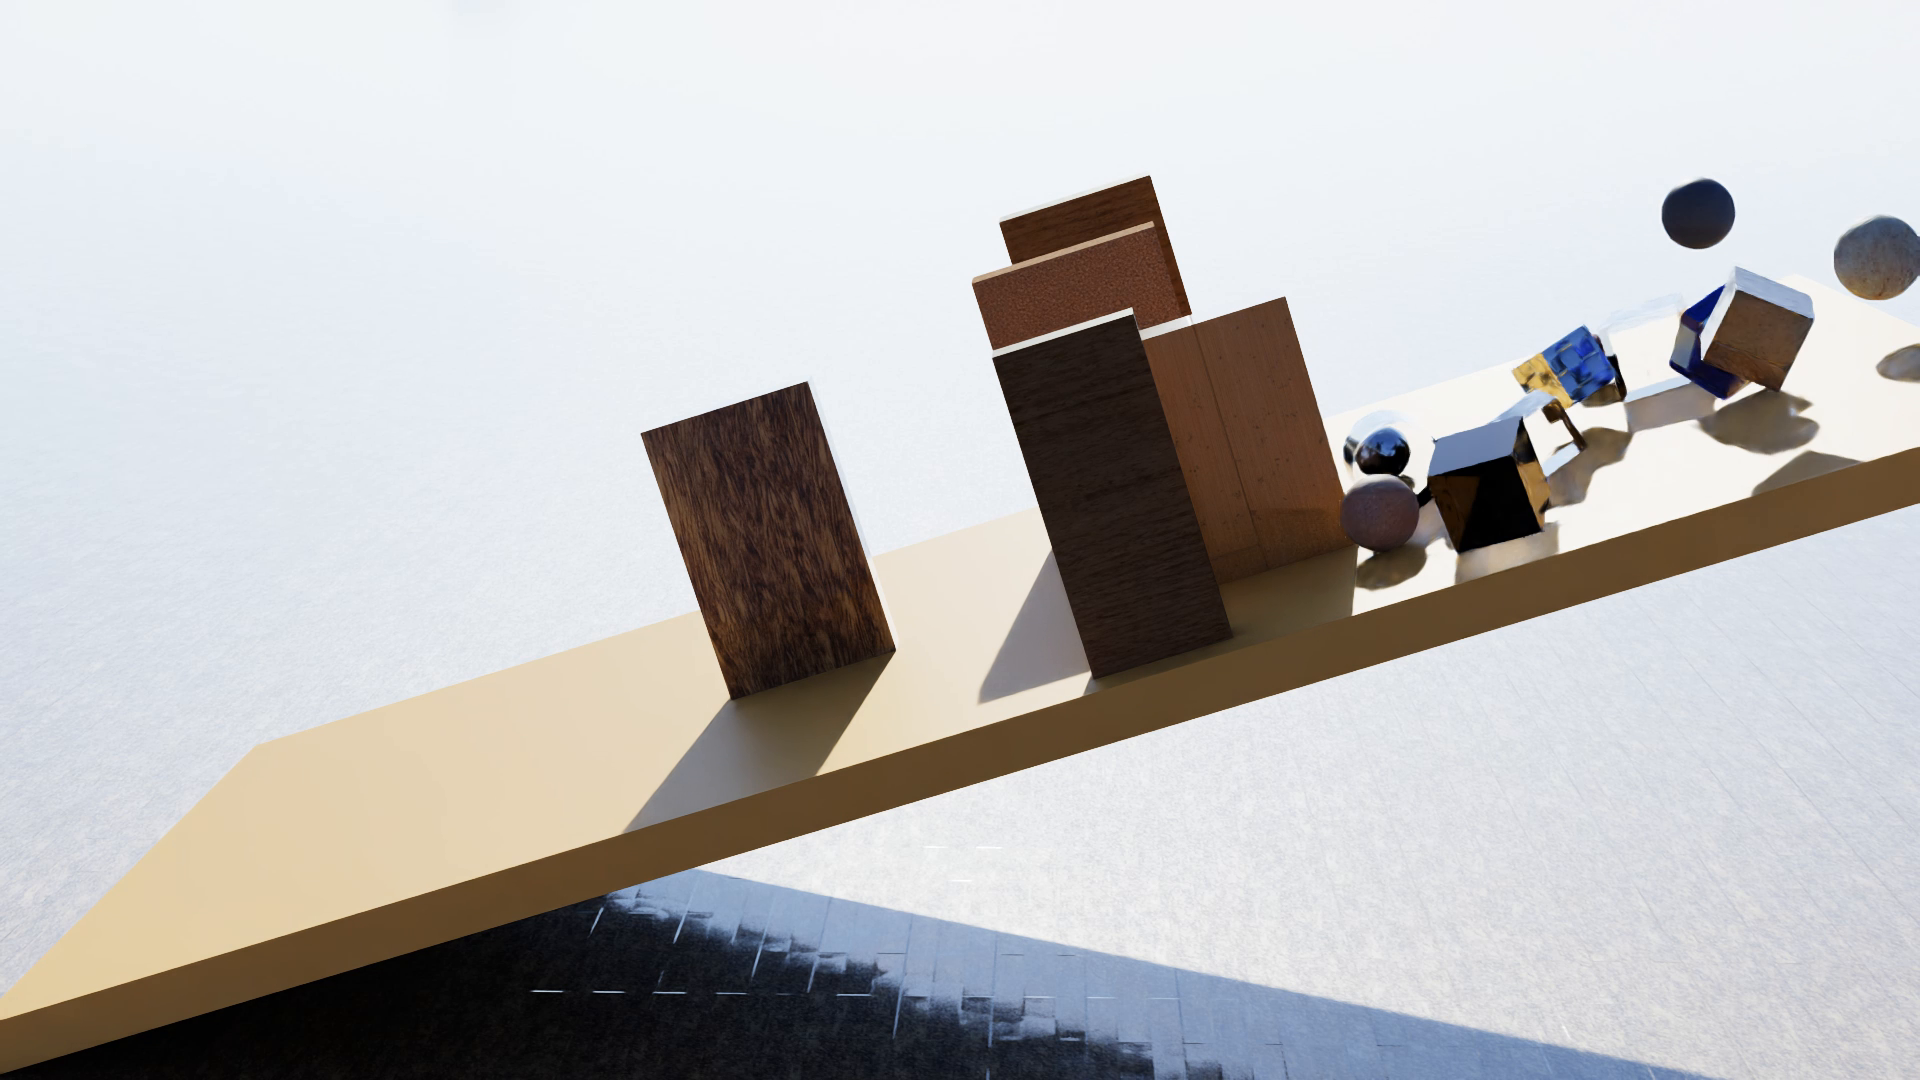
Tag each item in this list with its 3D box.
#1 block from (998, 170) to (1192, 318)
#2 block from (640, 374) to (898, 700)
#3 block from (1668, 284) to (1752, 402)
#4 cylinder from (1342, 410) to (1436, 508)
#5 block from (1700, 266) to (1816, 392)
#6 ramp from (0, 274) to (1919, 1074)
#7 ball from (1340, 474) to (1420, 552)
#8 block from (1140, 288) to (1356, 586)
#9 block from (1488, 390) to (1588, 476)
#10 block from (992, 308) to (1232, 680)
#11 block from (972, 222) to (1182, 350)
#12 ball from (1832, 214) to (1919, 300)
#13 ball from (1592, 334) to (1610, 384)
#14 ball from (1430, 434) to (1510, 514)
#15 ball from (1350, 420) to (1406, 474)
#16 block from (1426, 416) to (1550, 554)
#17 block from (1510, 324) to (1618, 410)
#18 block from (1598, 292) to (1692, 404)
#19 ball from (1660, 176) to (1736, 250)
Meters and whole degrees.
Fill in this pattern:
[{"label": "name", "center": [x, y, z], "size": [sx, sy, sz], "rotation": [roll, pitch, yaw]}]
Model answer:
[{"label": "block", "center": [0.378, -0.478, 7.019], "size": [0.372, 0.716, 0.140], "rotation": [-17, 10, 5]}, {"label": "block", "center": [-0.397, -0.004, 6.182], "size": [0.367, 0.599, 0.096], "rotation": [-17, 10, 5]}, {"label": "block", "center": [1.559, -0.403, 5.991], "size": [0.144, 0.144, 0.144], "rotation": [-32, 54, -30]}, {"label": "cylinder", "center": [0.882, -0.161, 5.989], "size": [0.184, 0.184, 0.184], "rotation": [0, 11, 1]}, {"label": "block", "center": [1.490, -0.396, 5.501], "size": [0.153, 0.153, 0.153], "rotation": [22, 25, 3]}, {"label": "ramp", "center": [0.099, 0.183, 6.312], "size": [4.000, 0.100, 2.000], "rotation": [-17, 10, 5]}, {"label": "ball", "center": [0.806, -0.052, 5.647], "size": [0.150, 0.150, 0.150], "rotation": [0, 11, 0]}, {"label": "block", "center": [0.527, -0.192, 5.836], "size": [0.386, 0.513, 0.147], "rotation": [-17, 10, 5]}, {"label": "block", "center": [1.150, -0.209, 5.860], "size": [0.122, 0.122, 0.122], "rotation": [-36, 14, 0]}, {"label": "block", "center": [0.279, -0.083, 5.376], "size": [0.266, 0.624, 0.093], "rotation": [-17, 10, 5]}, {"label": "block", "center": [0.326, -0.348, 6.654], "size": [0.426, 0.635, 0.129], "rotation": [-17, 10, 5]}, {"label": "ball", "center": [1.893, -0.583, 6.064], "size": [0.179, 0.179, 0.179], "rotation": [0, 11, 0]}, {"label": "ball", "center": [1.408, -0.397, 6.524], "size": [0.117, 0.117, 0.117], "rotation": [0, 11, 0]}, {"label": "ball", "center": [0.990, -0.128, 5.718], "size": [0.154, 0.154, 0.154], "rotation": [0, 11, 0]}, {"label": "ball", "center": [0.902, -0.199, 6.340], "size": [0.119, 0.119, 0.119], "rotation": [0, 11, 0]}, {"label": "block", "center": [0.983, -0.103, 5.466], "size": [0.166, 0.166, 0.166], "rotation": [-16, 22, 24]}, {"label": "block", "center": [1.264, -0.349, 6.157], "size": [0.130, 0.130, 0.130], "rotation": [-32, -2, -23]}, {"label": "block", "center": [1.486, -0.415, 6.318], "size": [0.168, 0.168, 0.168], "rotation": [-17, 10, 22]}, {"label": "ball", "center": [1.546, -0.685, 6.161], "size": [0.152, 0.152, 0.152], "rotation": [0, 11, 0]}]
